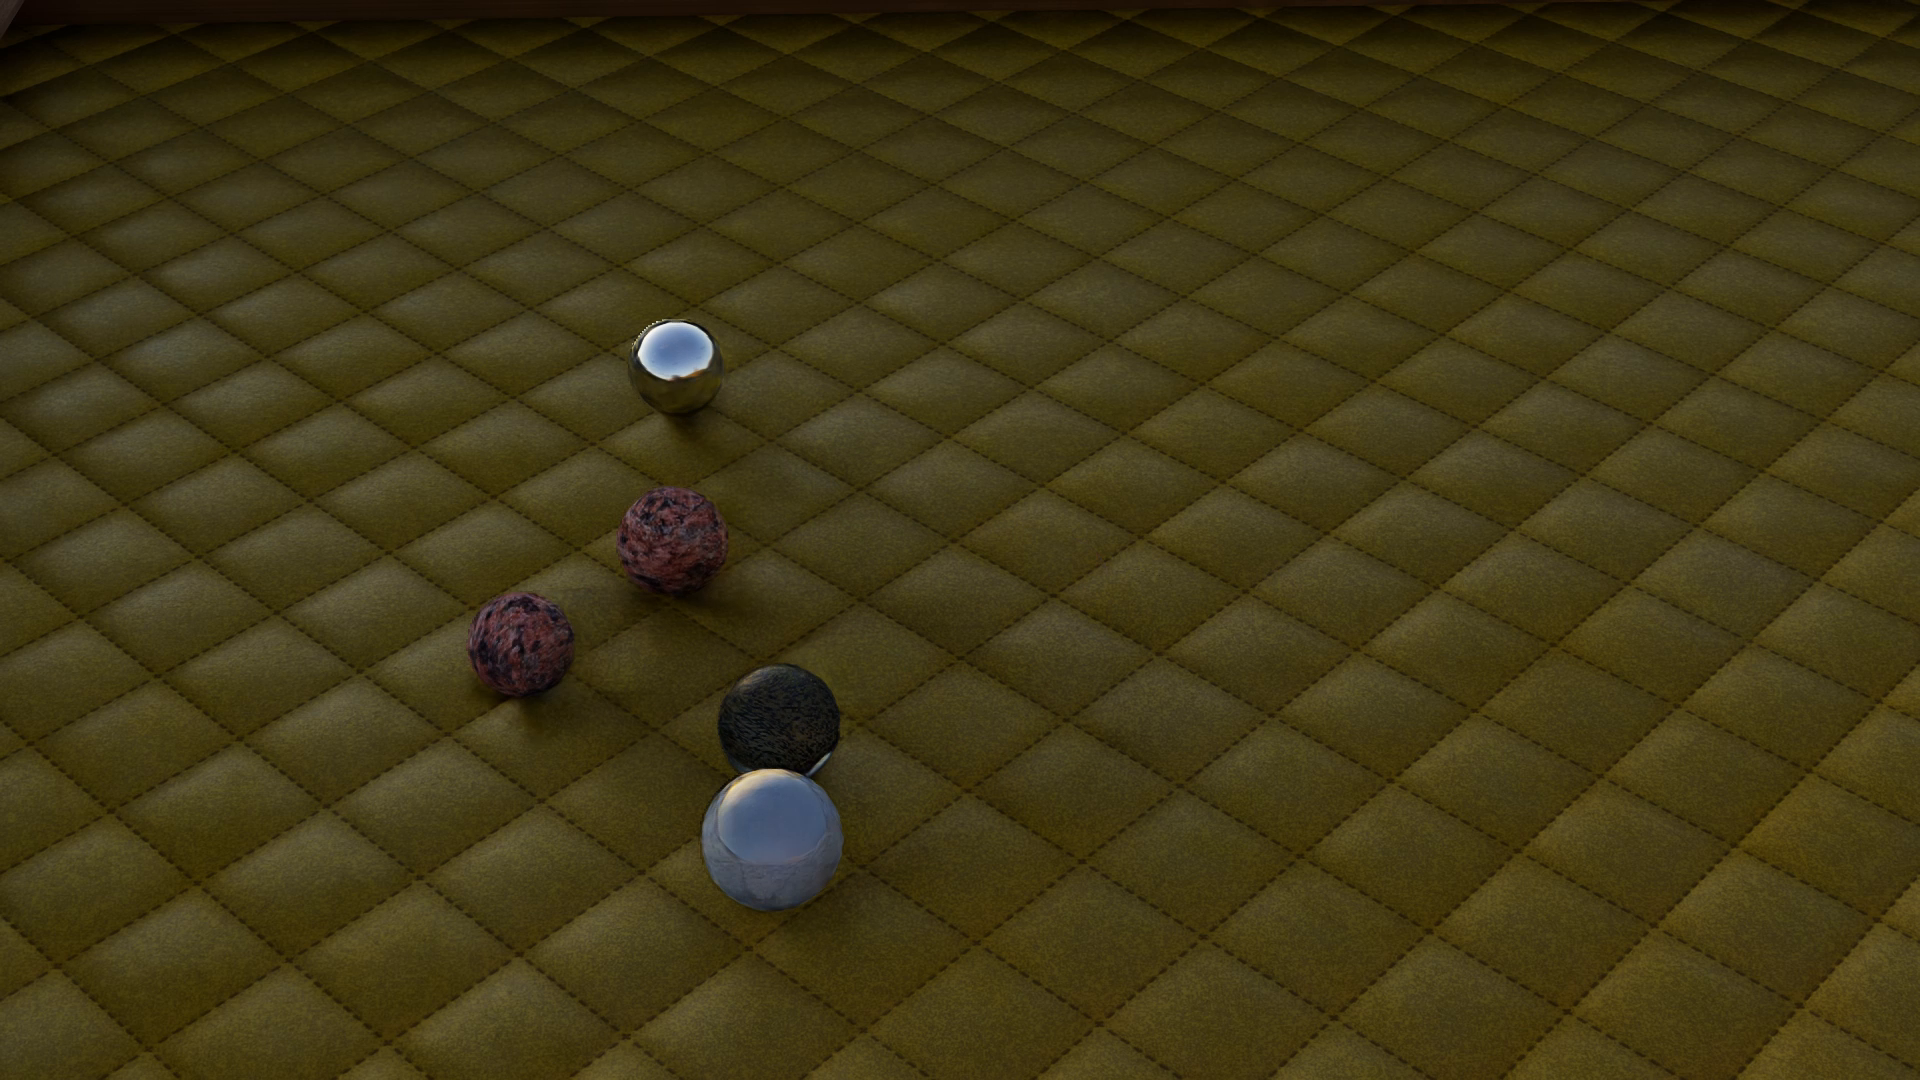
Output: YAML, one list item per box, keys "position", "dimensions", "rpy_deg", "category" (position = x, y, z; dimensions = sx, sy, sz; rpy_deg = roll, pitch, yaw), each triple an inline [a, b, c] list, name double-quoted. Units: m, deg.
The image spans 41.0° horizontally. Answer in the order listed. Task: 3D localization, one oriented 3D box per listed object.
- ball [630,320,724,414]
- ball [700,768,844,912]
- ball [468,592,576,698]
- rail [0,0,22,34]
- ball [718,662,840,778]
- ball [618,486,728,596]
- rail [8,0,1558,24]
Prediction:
- position: [-0.201, -0.123, 1.825]
  dimensions: [0.067, 0.067, 0.067]
  rpy_deg: [0, 36, 0]
  category: "ball"
- position: [-0.104, 0.166, 1.419]
  dimensions: [0.079, 0.079, 0.079]
  rpy_deg: [0, 36, 0]
  category: "ball"
- position: [-0.268, 0.064, 1.571]
  dimensions: [0.064, 0.064, 0.064]
  rpy_deg: [0, 36, 0]
  category: "ball"
- position: [-0.829, 0.004, 1.619]
  dimensions: [0.045, 0.102, 1.778]
  rpy_deg: [-1, 36, -2]
  category: "rail"
- position: [-0.106, 0.108, 1.504]
  dimensions: [0.072, 0.072, 0.072]
  rpy_deg: [0, 36, 0]
  category: "ball"
- position: [-0.184, 0.001, 1.651]
  dimensions: [0.071, 0.071, 0.071]
  rpy_deg: [0, 36, 0]
  category: "ball"
- position: [0.822, -0.539, 2.366]
  dimensions: [3.414, 0.102, 0.045]
  rpy_deg: [-1, 36, -2]
  category: "rail"
